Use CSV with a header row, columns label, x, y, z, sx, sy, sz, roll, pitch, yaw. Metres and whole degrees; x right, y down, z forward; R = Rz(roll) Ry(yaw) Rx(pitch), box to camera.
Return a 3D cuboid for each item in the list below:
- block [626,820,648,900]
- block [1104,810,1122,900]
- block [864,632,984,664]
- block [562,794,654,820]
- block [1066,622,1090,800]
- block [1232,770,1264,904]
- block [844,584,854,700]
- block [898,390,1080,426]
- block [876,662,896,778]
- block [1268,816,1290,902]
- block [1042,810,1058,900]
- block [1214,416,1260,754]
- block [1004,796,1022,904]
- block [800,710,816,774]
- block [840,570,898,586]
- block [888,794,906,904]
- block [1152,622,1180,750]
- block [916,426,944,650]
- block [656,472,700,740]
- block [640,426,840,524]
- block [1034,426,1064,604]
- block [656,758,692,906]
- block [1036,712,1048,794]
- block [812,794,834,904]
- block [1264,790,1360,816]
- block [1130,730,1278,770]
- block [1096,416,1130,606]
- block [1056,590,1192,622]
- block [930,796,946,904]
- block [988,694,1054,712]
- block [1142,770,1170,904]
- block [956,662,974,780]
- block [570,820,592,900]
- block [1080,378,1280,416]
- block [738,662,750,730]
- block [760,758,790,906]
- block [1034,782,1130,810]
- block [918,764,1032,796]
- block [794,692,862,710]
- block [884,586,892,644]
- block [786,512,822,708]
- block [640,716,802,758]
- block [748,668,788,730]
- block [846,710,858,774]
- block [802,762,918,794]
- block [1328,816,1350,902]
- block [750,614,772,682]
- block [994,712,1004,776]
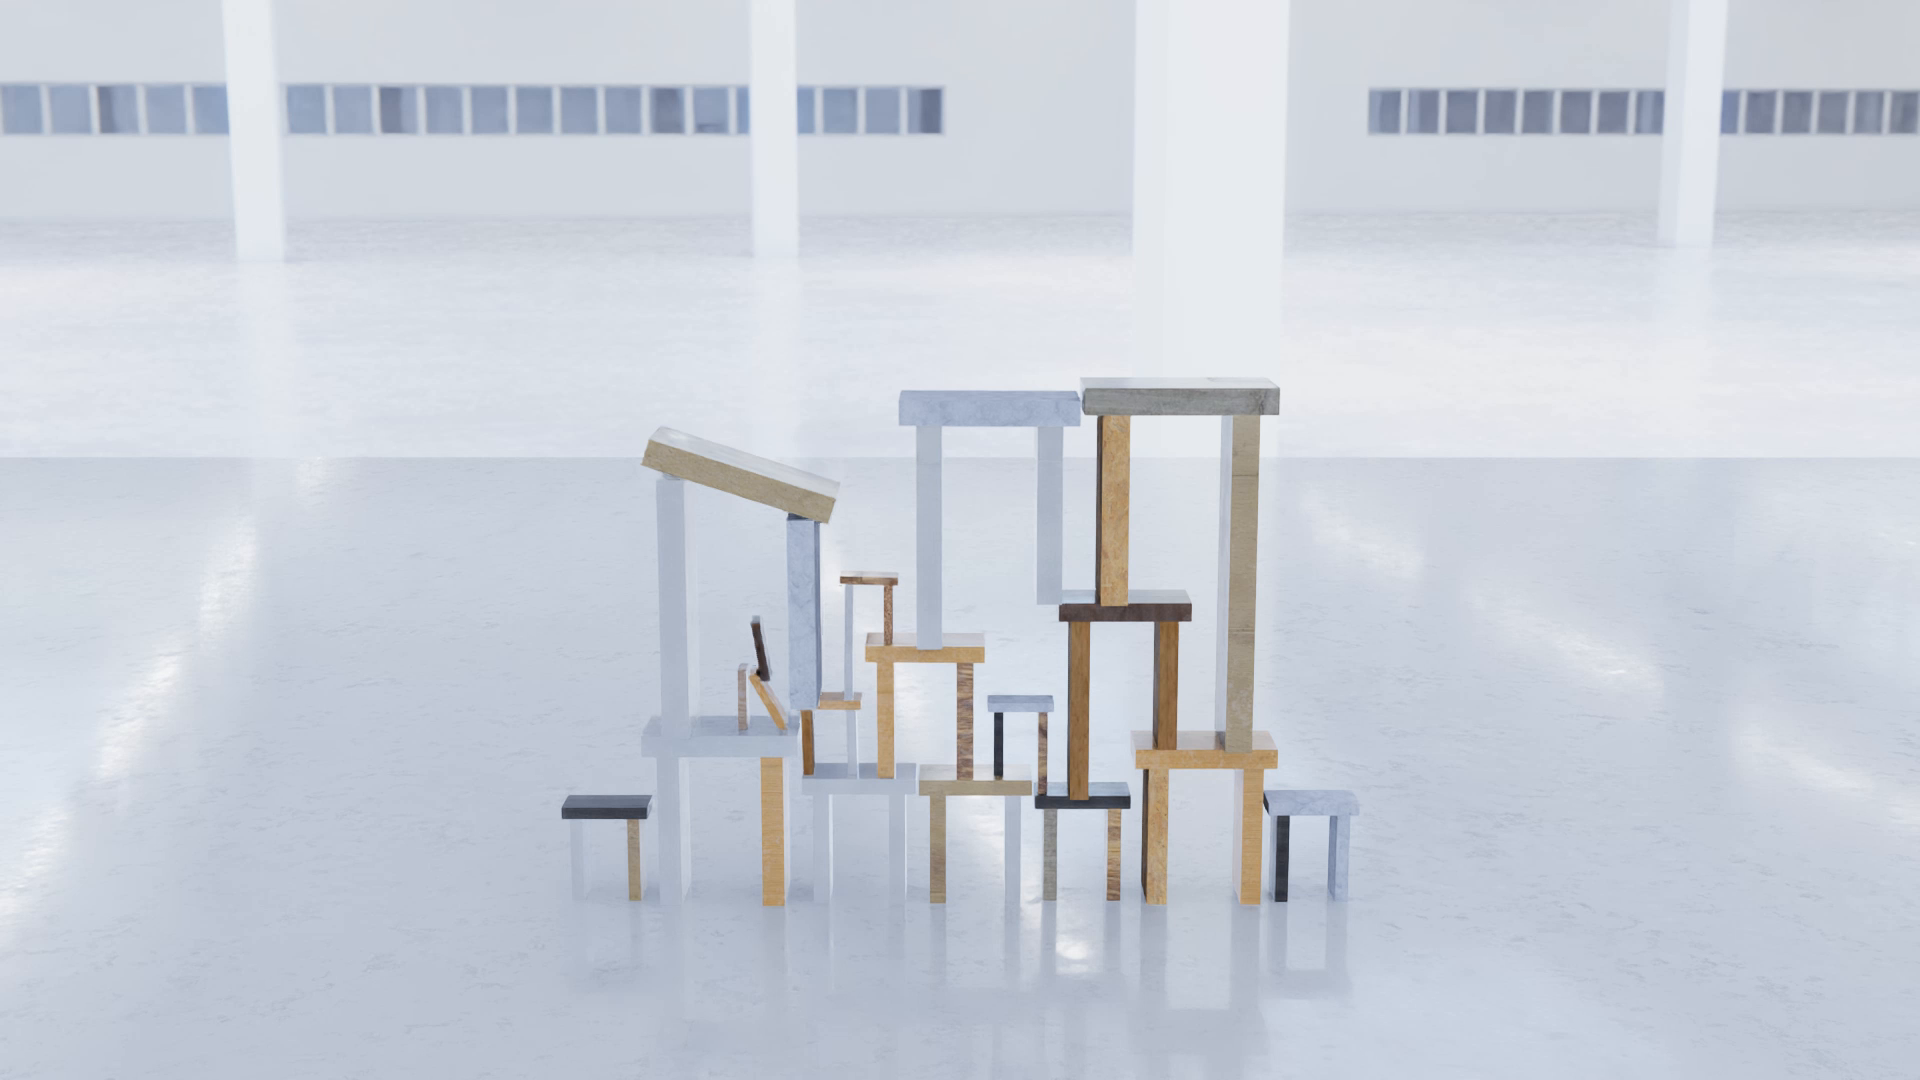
label,x,y,z,sx,sy,sz,roll,pitch,yaw
block,-0.537,0.521,3.656,0.020,0.140,0.070,0,11,0
block,0.254,0.512,3.660,0.022,0.158,0.079,0,11,0
block,-0.057,0.176,3.596,0.193,0.027,0.097,0,10,0
block,-0.584,0.442,3.642,0.140,0.020,0.070,0,11,0
block,0.194,0.268,3.606,0.030,0.298,0.107,0,11,0
block,0.478,0.475,3.653,0.033,0.231,0.116,0,11,0
block,-0.181,0.162,3.587,0.013,0.191,0.047,1,10,-1
block,0.047,-0.211,3.523,0.286,0.041,0.143,0,11,0
block,-0.121,0.284,3.616,0.027,0.194,0.097,0,10,0
block,0.530,0.518,3.651,0.021,0.149,0.074,0,11,0
block,0.149,0.512,3.660,0.022,0.158,0.079,0,11,0
block,0.449,0.061,3.571,0.043,0.549,0.153,0,11,0
block,0.087,0.500,3.651,0.026,0.184,0.092,0,11,0
block,-0.250,0.326,3.620,0.015,0.109,0.054,-1,12,0
block,-0.148,0.062,3.569,0.094,0.013,0.047,2,10,-2
block,-0.103,0.499,3.651,0.026,0.186,0.093,0,11,0
block,0.336,0.226,3.599,0.030,0.213,0.107,0,11,0
block,-0.048,-0.015,3.560,0.041,0.360,0.143,0,10,0
block,-0.457,0.100,3.573,0.044,0.422,0.154,0,11,0
block,-0.349,-0.106,3.536,0.308,0.044,0.154,18,11,-4
block,0.142,-0.050,3.553,0.041,0.286,0.143,0,11,0
block,-0.474,0.465,3.649,0.036,0.253,0.126,0,11,0
block,0.136,0.344,3.627,0.015,0.139,0.054,0,11,0
block,-0.227,0.498,3.651,0.026,0.186,0.093,0,11,0
block,0.579,0.434,3.636,0.149,0.021,0.074,0,11,0
block,0.401,0.346,3.628,0.231,0.033,0.116,0,11,0
block,0.246,-0.059,3.548,0.043,0.305,0.153,0,11,0
block,0.265,0.106,3.576,0.213,0.030,0.107,0,11,0
block,-0.036,0.500,3.651,0.026,0.185,0.092,0,11,0
block,0.099,0.269,3.612,0.108,0.015,0.054,0,11,0
block,0.323,0.475,3.652,0.033,0.231,0.116,0,11,0
block,0.008,0.286,3.617,0.027,0.196,0.097,0,11,0
block,-0.630,0.521,3.656,0.020,0.140,0.070,0,11,0
block,0.348,-0.230,3.516,0.305,0.043,0.153,0,11,0
block,-0.355,0.256,3.611,0.014,0.100,0.050,0,11,0
block,-0.305,0.465,3.649,0.036,0.253,0.126,0,11,0
block,0.201,0.423,3.643,0.157,0.022,0.079,0,11,0
block,0.025,0.396,3.632,0.184,0.026,0.092,0,11,0
block,-0.215,0.264,3.608,0.109,0.015,0.054,0,11,0
block,-0.117,0.116,3.580,0.013,0.094,0.047,0,10,0
block,-0.253,0.105,3.578,0.044,0.308,0.154,0,11,0
block,-0.390,0.323,3.623,0.253,0.036,0.126,0,11,0
block,-0.314,0.259,3.612,0.014,0.100,0.050,-29,9,5
block,-0.177,0.326,3.620,0.015,0.109,0.054,-1,12,0
block,-0.165,0.394,3.631,0.186,0.026,0.093,0,11,0
block,0.629,0.518,3.651,0.021,0.149,0.074,0,11,0
block,-0.325,0.177,3.599,0.014,0.100,0.050,-9,12,1
block,0.063,0.329,3.623,0.015,0.108,0.054,0,11,0
